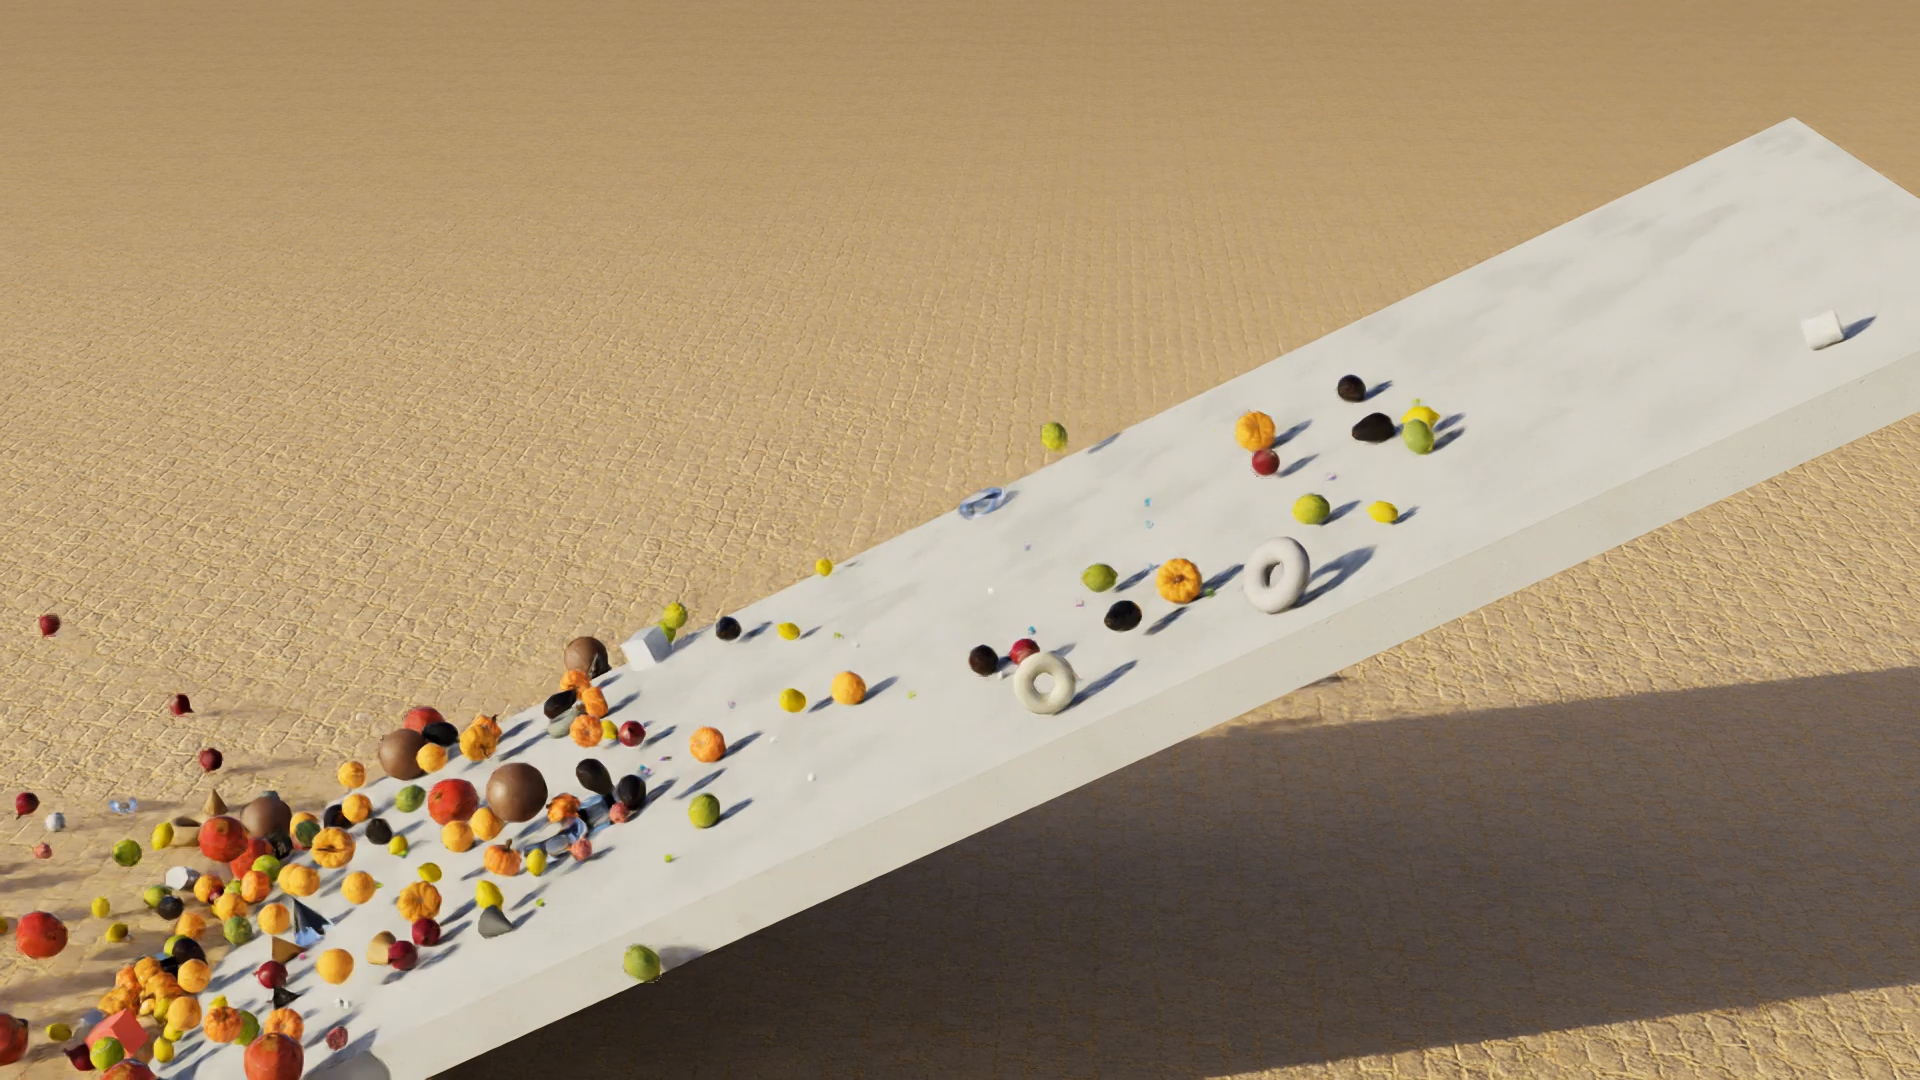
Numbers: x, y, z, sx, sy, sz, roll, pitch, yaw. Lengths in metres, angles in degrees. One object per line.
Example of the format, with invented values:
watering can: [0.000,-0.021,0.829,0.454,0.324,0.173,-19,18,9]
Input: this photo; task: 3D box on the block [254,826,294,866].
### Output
block: [-1.695,0.757,7.277,0.060,0.060,0.060,-24,14,17]

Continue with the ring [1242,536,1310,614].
ring: [0.577,0.064,5.356,0.049,0.146,0.146,23,-1,-39]

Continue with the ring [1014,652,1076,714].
ring: [0.156,0.264,5.408,0.117,0.117,0.039,-1,8,-4]

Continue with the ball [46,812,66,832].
ball: [-2.337,0.730,7.604,0.051,0.051,0.051,0,16,0]

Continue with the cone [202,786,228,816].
cone: [-1.962,0.681,7.735,0.069,0.069,0.069,0,16,0]

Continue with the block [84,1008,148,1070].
block: [-1.809,1.069,6.307,0.080,0.080,0.080,-26,14,22]

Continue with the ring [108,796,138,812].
ring: [-2.208,0.697,7.761,0.076,0.025,0.076,1,17,0]

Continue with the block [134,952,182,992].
block: [-1.820,0.984,6.675,0.069,0.069,0.069,-20,12,-36]

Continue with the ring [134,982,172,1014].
ring: [-1.806,1.025,6.581,0.092,0.031,0.092,-22,23,10]

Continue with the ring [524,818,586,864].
ring: [-0.845,0.628,6.145,0.143,0.048,0.143,-25,15,7]

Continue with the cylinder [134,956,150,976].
cylinder: [-1.854,0.982,6.730,0.055,0.055,0.055,-15,13,-41]

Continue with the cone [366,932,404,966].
cone: [-1.150,0.842,5.965,0.075,0.075,0.075,21,26,37]

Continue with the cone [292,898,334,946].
cone: [-1.439,0.825,6.450,0.097,0.097,0.097,-26,14,7]

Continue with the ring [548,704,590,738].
ring: [-0.939,0.435,7.060,0.115,0.038,0.115,-29,11,6]

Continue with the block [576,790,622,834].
block: [-0.756,0.570,6.164,0.058,0.058,0.058,-21,15,24]

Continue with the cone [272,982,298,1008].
cone: [-1.388,0.942,6.070,0.053,0.053,0.053,10,14,-15]

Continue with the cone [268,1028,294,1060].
cone: [-1.344,0.982,5.774,0.053,0.053,0.053,-26,14,7]

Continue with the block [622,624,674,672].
block: [-0.775,0.268,7.284,0.077,0.077,0.077,-17,17,36]

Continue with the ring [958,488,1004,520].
ring: [0.052,-0.089,7.099,0.123,0.041,0.123,-25,14,6]

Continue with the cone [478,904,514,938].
cone: [-0.901,0.760,5.792,0.067,0.067,0.067,12,20,30]

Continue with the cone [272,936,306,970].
cone: [-1.449,0.889,6.364,0.076,0.076,0.076,-3,17,-15]

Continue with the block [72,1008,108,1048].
block: [-1.886,1.067,6.411,0.057,0.057,0.057,31,21,5]

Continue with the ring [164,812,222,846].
ring: [-1.971,0.744,7.561,0.149,0.050,0.149,-1,17,0]

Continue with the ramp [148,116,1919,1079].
ramp: [0.138,0.168,6.281,4.000,0.100,2.000,-25,14,10]

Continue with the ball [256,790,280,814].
ball: [-1.817,0.687,7.728,0.062,0.062,0.062,0,16,0]
